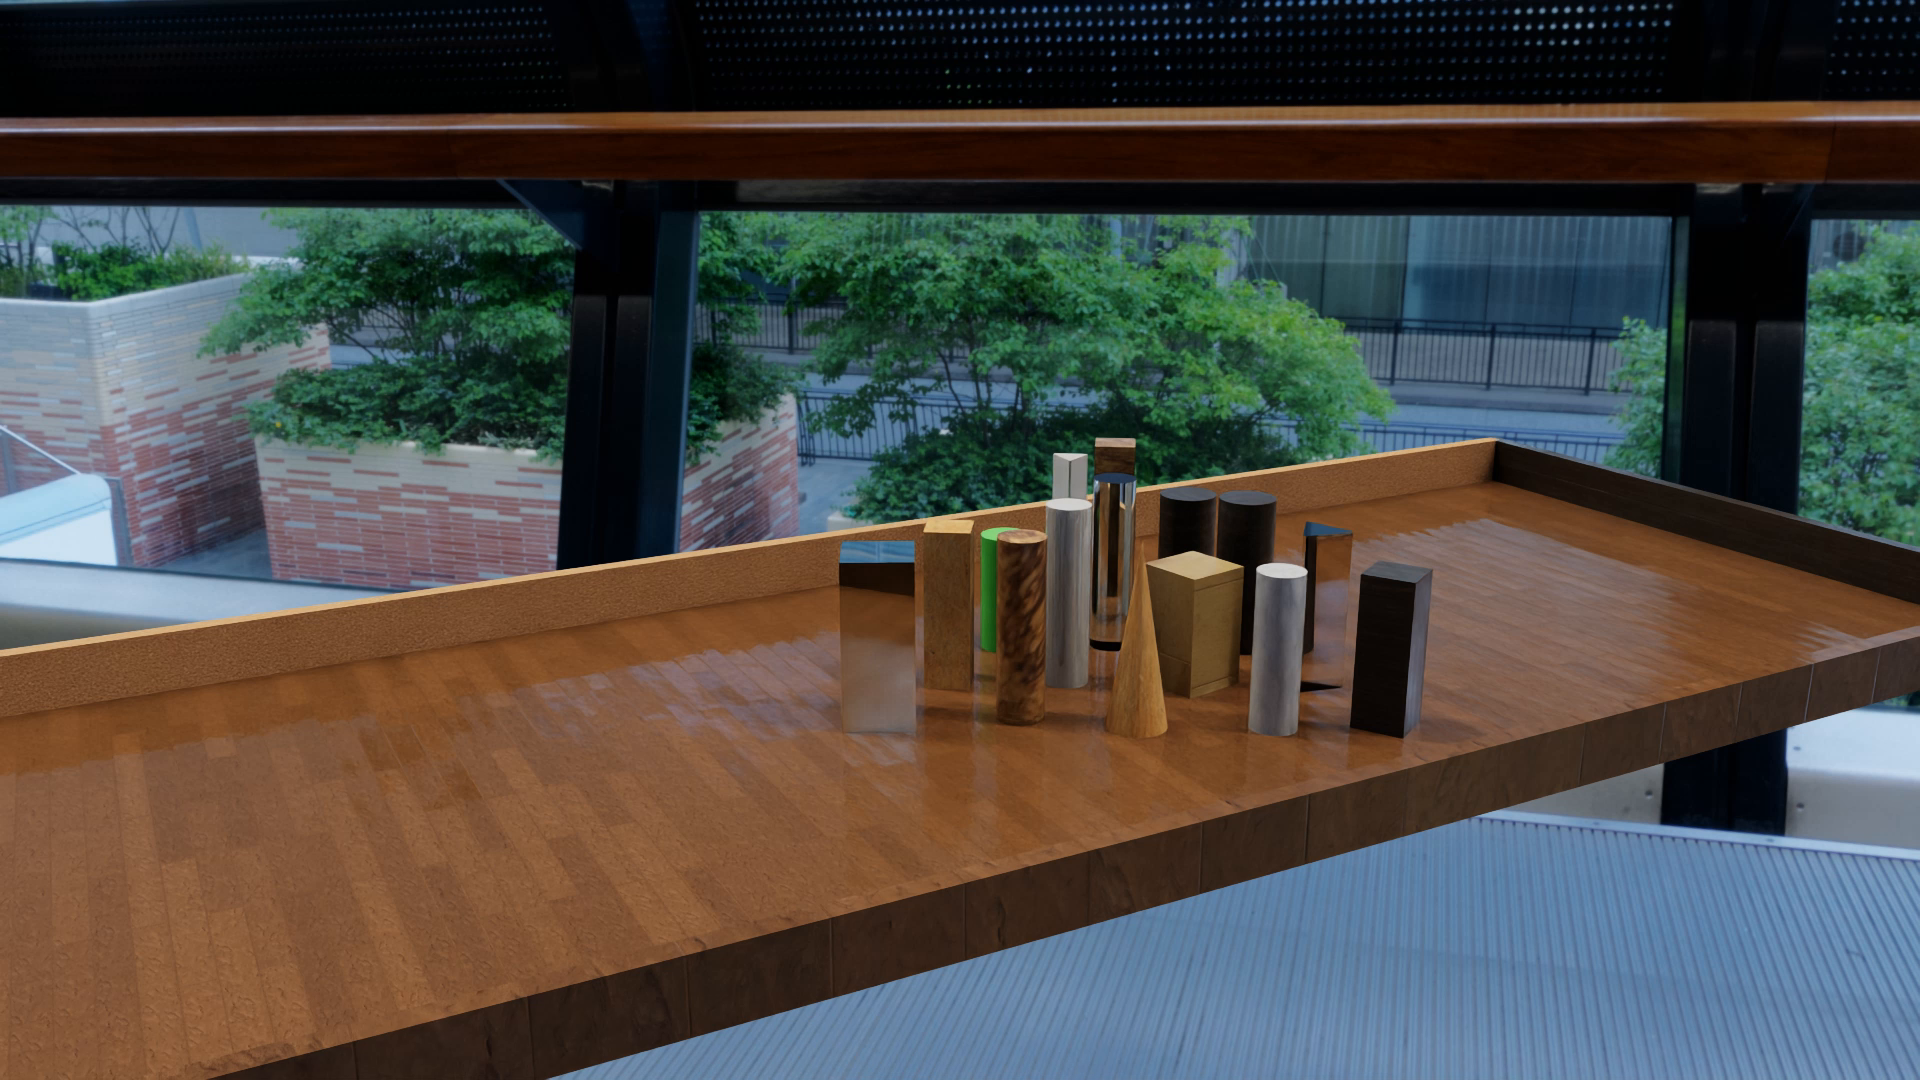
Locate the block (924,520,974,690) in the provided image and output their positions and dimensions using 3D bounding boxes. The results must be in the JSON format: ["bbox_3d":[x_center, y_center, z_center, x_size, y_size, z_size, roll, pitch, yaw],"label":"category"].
[{"bbox_3d":[-0.027,0.160,4.093,0.114,0.404,0.114,1,16,5],"label":"block"}]

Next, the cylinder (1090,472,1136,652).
[{"bbox_3d":[0.402,0.059,4.344,0.113,0.458,0.113,0,16,0],"label":"cylinder"}]

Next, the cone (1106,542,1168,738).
[{"bbox_3d":[0.414,0.217,3.808,0.145,0.456,0.145,0,16,0],"label":"cone"}]

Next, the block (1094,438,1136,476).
[{"bbox_3d":[0.449,-0.071,4.821,0.115,0.438,0.115,2,16,6],"label":"block"}]

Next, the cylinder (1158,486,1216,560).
[{"bbox_3d":[0.629,0.041,4.592,0.155,0.351,0.155,0,16,0],"label":"cylinder"}]

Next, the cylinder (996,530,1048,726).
[{"bbox_3d":[0.143,0.206,3.859,0.116,0.448,0.116,0,16,0],"label":"cylinder"}]

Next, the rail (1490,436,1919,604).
[{"bbox_3d":[2.466,-0.048,5.253,0.050,0.150,2.100,-9,18,-27],"label":"rail"}]

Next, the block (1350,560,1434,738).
[{"bbox_3d":[1.001,0.253,3.828,0.127,0.376,0.127,10,19,31],"label":"block"}]

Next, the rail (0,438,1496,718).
[{"bbox_3d":[-3.305,0.497,3.399,12.000,0.150,0.050,-9,18,-27],"label":"rail"}]

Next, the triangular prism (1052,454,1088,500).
[{"bbox_3d":[0.293,-0.017,4.610,0.081,0.452,0.093,11,20,33],"label":"triangular prism"}]

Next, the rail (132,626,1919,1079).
[{"bbox_3d":[-2.336,1.006,1.665,12.000,0.150,0.050,-9,18,-27],"label":"rail"}]

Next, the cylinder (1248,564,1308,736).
[{"bbox_3d":[0.734,0.253,3.812,0.115,0.384,0.115,0,16,0],"label":"cylinder"}]

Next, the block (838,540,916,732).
[{"bbox_3d":[-0.190,0.225,3.856,0.171,0.413,0.171,0,16,-1],"label":"block"}]

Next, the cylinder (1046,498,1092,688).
[{"bbox_3d":[0.266,0.133,4.086,0.113,0.460,0.113,0,16,0],"label":"cylinder"}]

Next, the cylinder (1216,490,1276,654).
[{"bbox_3d":[0.748,0.085,4.342,0.149,0.407,0.149,0,16,0],"label":"cylinder"}]

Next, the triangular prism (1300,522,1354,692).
[{"bbox_3d":[0.875,0.163,4.086,0.130,0.403,0.113,-4,17,-15],"label":"triangular prism"}]

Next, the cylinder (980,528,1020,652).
[{"bbox_3d":[0.119,0.132,4.358,0.128,0.308,0.128,0,16,0],"label":"cylinder"}]

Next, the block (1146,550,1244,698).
[{"bbox_3d":[0.576,0.208,4.105,0.173,0.306,0.173,-13,21,-37],"label":"block"}]
